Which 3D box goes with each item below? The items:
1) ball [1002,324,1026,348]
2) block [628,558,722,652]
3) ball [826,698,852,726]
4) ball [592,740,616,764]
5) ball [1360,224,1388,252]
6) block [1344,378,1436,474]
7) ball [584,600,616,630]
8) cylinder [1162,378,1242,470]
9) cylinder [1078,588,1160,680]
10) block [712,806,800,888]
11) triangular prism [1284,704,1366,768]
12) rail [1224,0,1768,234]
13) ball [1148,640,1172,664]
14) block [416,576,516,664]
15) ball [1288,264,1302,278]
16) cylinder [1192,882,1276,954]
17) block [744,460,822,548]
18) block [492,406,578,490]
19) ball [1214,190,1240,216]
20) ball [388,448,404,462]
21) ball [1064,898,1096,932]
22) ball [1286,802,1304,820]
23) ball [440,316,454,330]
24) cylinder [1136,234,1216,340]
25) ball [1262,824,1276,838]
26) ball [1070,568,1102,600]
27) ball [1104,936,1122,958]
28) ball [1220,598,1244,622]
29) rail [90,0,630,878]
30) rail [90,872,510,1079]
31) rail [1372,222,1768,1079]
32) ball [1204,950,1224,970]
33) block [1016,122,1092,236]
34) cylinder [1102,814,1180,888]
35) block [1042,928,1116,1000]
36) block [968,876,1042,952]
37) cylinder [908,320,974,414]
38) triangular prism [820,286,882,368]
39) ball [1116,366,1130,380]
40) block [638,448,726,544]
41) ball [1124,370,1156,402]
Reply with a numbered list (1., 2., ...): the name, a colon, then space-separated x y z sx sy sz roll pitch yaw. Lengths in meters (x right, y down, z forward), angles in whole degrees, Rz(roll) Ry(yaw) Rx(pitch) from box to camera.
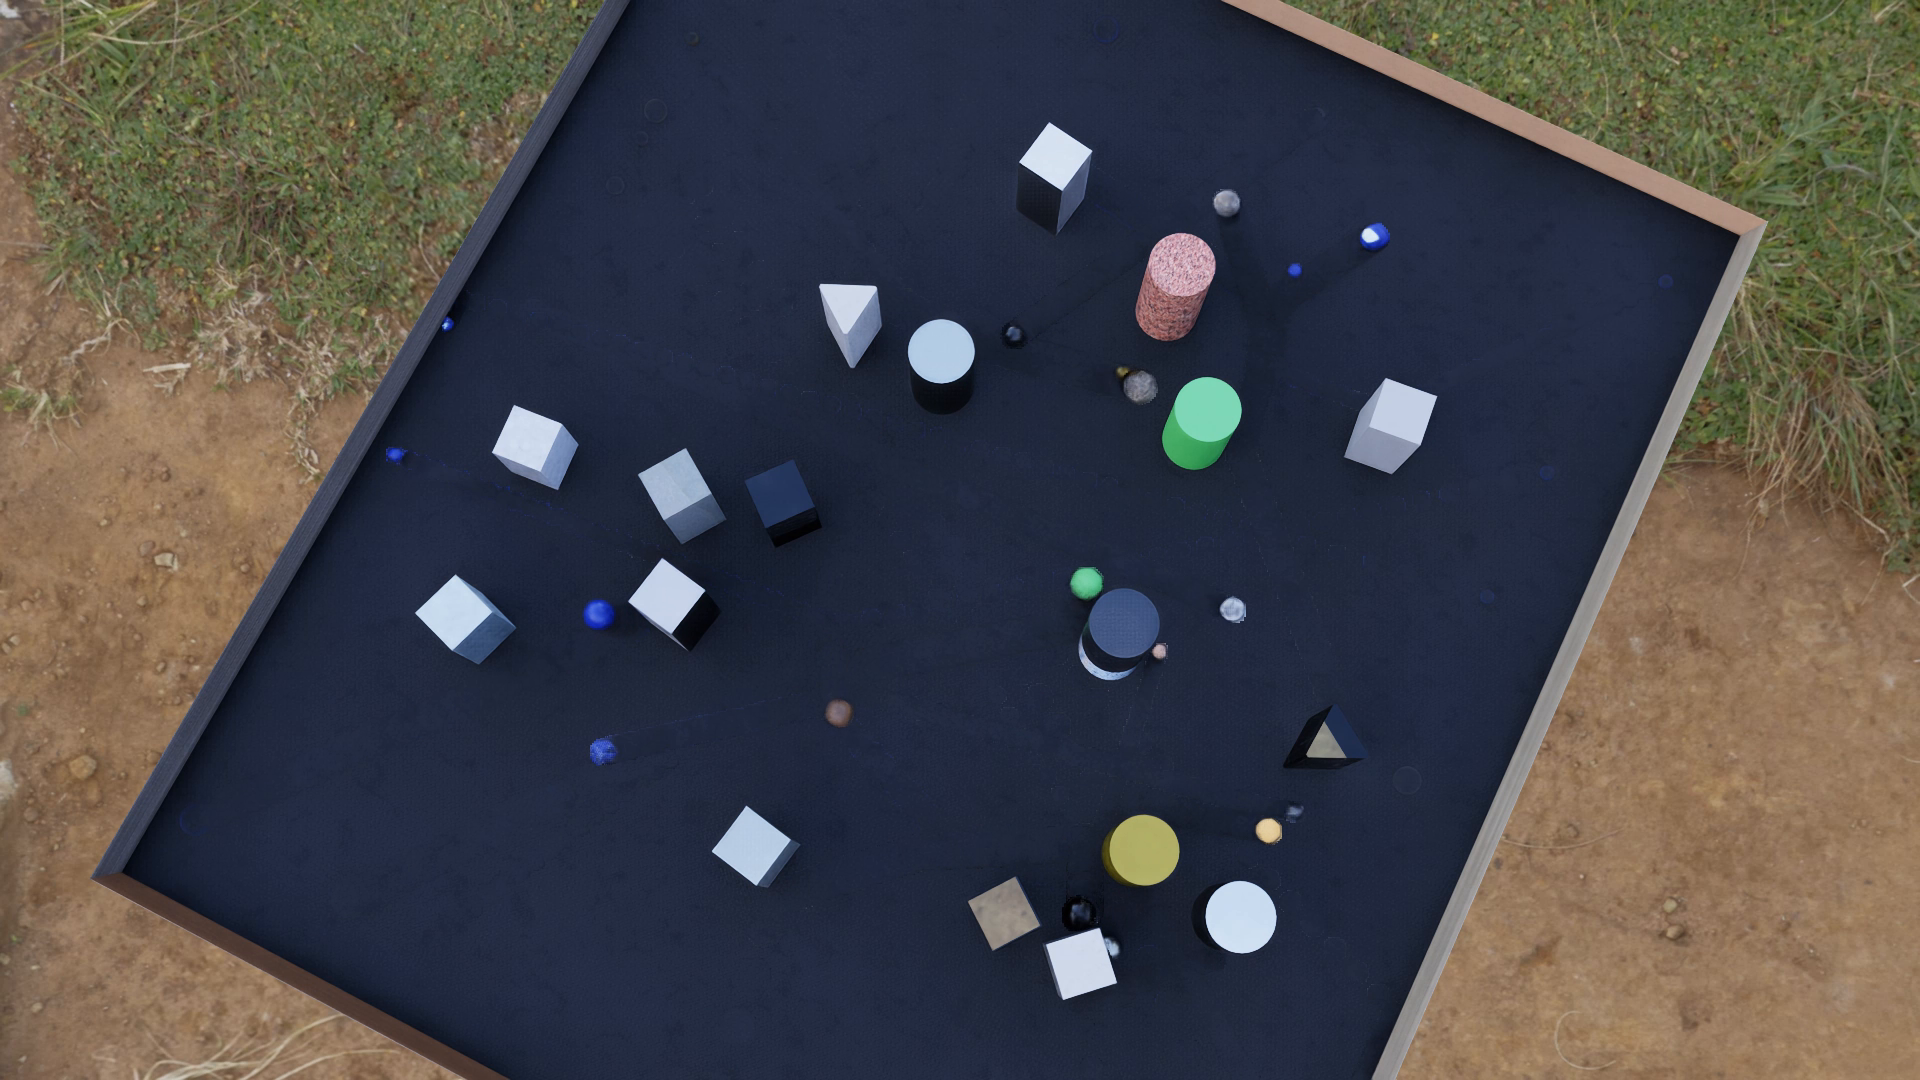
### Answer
1. ball: 0.169 -0.636 5.711 0.072 0.072 0.072 0 78 0
2. block: -0.834 0.196 5.389 0.156 0.367 0.156 36 81 7
3. ball: -0.362 0.515 5.469 0.081 0.081 0.081 0 78 0
4. ball: -1.060 0.630 5.451 0.069 0.069 0.069 0 78 0
5. ball: 1.303 -0.952 5.771 0.083 0.083 0.083 0 78 0
6. block: 1.289 -0.338 5.504 0.156 0.357 0.156 20 79 4
7. ball: -1.084 0.226 5.522 0.093 0.093 0.093 0 78 0
8. cylinder: 0.724 -0.347 5.515 0.195 0.339 0.195 0 78 0
9. cylinder: 0.456 0.279 5.315 0.195 0.479 0.195 0 78 0
10. block: -0.582 0.885 5.268 0.156 0.325 0.156 36 81 7
11. triangular prism: 1.052 0.569 5.306 0.169 0.377 0.147 0 78 0
12. rail: 0.893 -1.743 5.911 3.594 0.127 0.045 26 80 5
13. ball: 0.601 0.337 5.525 0.072 0.072 0.072 0 78 0
14. block: -1.456 0.239 5.415 0.156 0.298 0.156 44 82 8
15. ball: 1.053 -0.845 5.769 0.044 0.044 0.044 0 78 0
16. cylinder: 0.777 1.076 5.228 0.195 0.324 0.195 0 78 0
17. block: -0.527 -0.106 5.491 0.156 0.289 0.156 -24 79 -5
18. block: -1.284 -0.278 5.552 0.156 0.239 0.156 21 79 4
19. ball: 0.844 -1.064 5.795 0.082 0.082 0.082 0 78 0
20. ball: -1.739 -0.262 5.648 0.045 0.045 0.045 0 78 0
21. ball: 0.350 1.091 5.342 0.096 0.096 0.096 0 78 0
22. ball: 0.993 0.804 5.423 0.054 0.054 0.054 0 78 0
23. ball: -1.606 -0.679 5.736 0.042 0.042 0.042 0 78 0
24. cylinder: 0.650 -0.762 5.561 0.195 0.418 0.195 0 78 0
25. ball: 0.909 0.856 5.403 0.042 0.042 0.042 0 78 0
26. ball: 0.382 0.133 5.540 0.096 0.096 0.096 0 78 0
27. ball: 0.441 1.185 5.339 0.064 0.064 0.064 0 78 0
28. ball: 0.823 0.209 5.536 0.072 0.072 0.072 0 78 0
29. rail: -1.586 -0.770 5.710 0.045 0.127 4.043 26 80 5
30. rail: -0.893 1.756 5.187 3.594 0.127 0.045 26 80 5
31. rail: 1.586 0.783 5.389 0.045 0.127 4.043 26 80 5
32. ball: 0.739 1.220 5.335 0.057 0.057 0.057 0 78 0
33. block: 0.286 -1.108 5.656 0.156 0.371 0.156 35 80 7
34. cylinder: 0.516 0.898 5.275 0.195 0.305 0.195 0 78 0
35. block: 0.339 1.207 5.232 0.156 0.263 0.156 -17 79 -3
36. block: 0.127 1.074 5.268 0.156 0.248 0.156 -27 80 -5
37. cylinder: -0.055 -0.520 5.549 0.195 0.343 0.195 0 78 0
38. triangular prism: -0.353 -0.680 5.581 0.147 0.344 0.169 32 80 6
39. ball: 0.506 -0.520 5.702 0.044 0.044 0.044 0 78 0
40. block: -0.824 -0.126 5.465 0.156 0.348 0.156 -30 80 -6
41. ball: 0.555 -0.475 5.665 0.098 0.098 0.098 0 78 0
